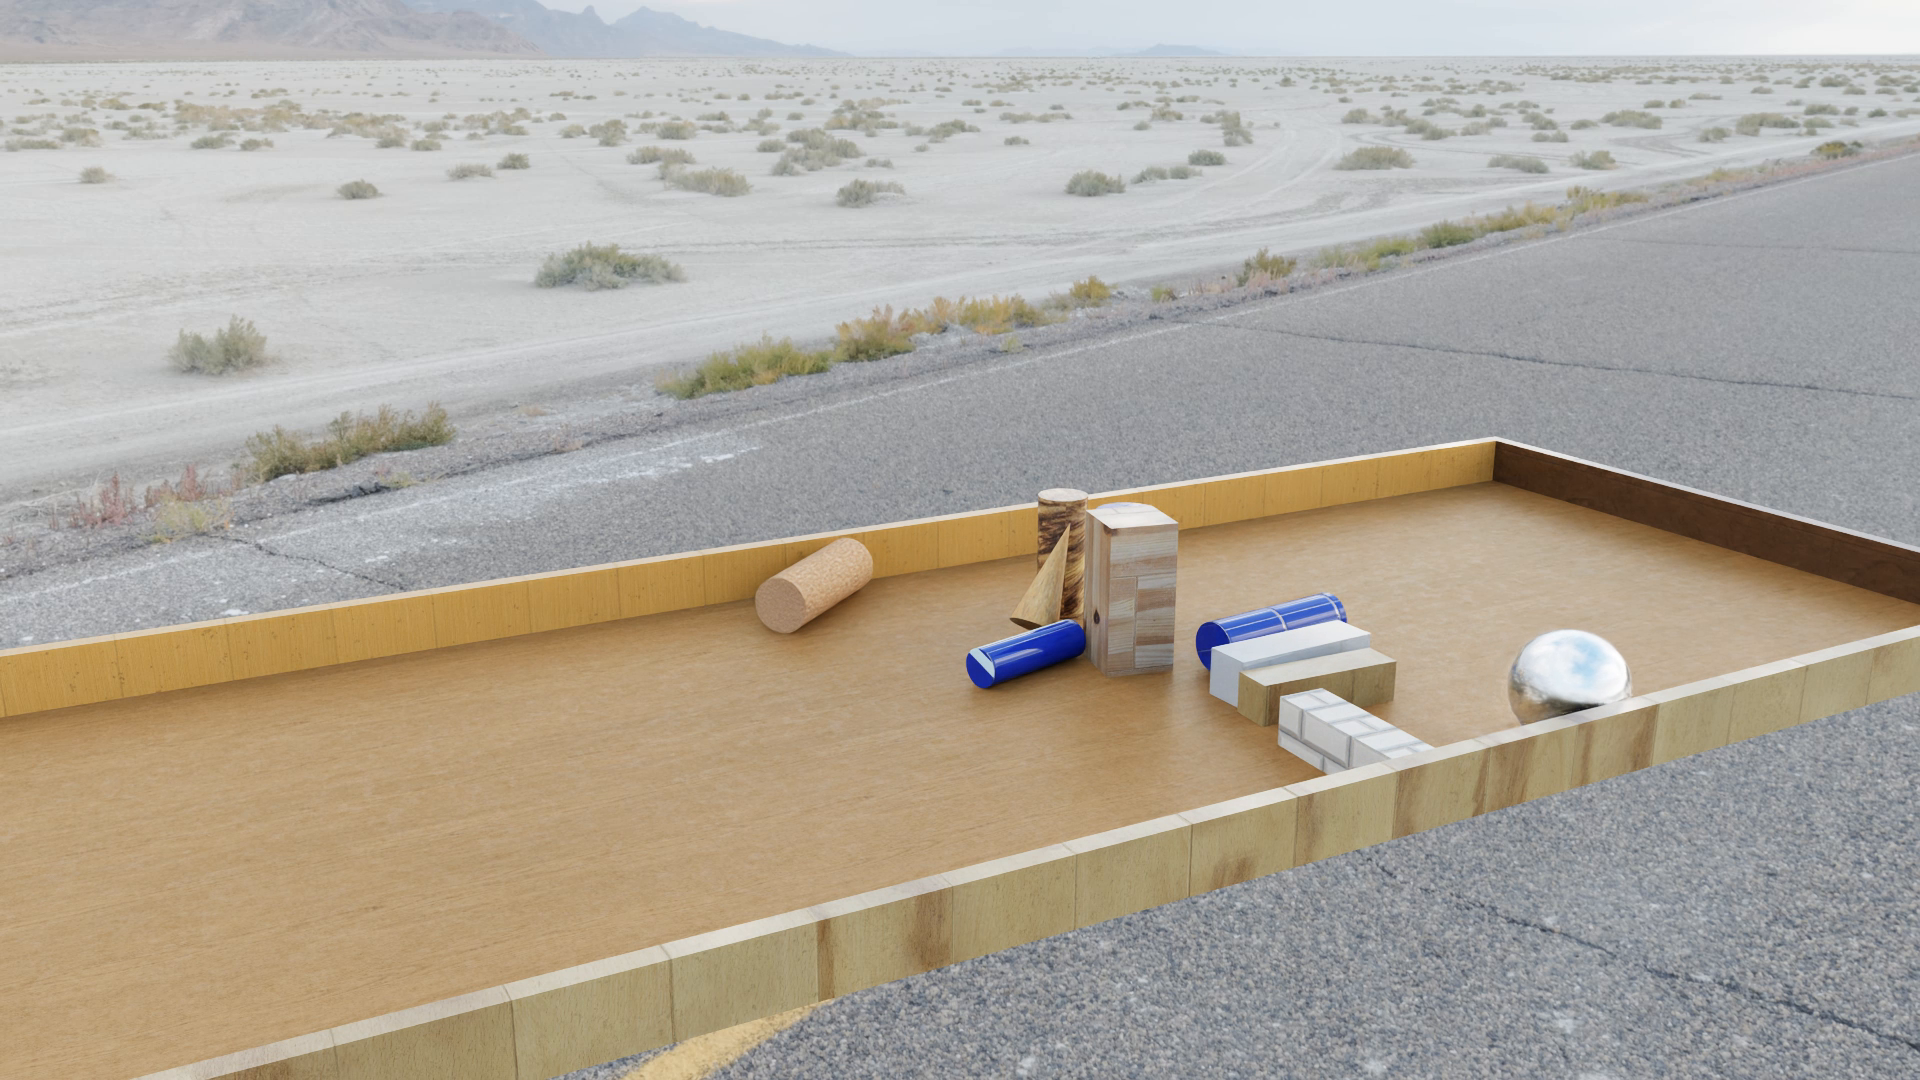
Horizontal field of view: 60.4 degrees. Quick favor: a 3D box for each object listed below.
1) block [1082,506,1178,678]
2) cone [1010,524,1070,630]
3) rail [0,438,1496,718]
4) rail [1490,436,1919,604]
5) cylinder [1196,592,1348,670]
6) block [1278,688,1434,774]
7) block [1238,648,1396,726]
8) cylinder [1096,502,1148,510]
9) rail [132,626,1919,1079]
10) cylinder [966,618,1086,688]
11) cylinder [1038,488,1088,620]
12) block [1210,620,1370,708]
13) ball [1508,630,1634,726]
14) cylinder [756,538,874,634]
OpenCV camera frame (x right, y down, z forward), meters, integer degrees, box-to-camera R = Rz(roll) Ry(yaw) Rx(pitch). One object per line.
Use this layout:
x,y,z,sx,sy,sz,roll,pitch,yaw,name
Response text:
0.433,0.129,4.222,0.180,0.392,0.180,-5,17,-16,block
0.249,0.093,4.454,0.136,0.306,0.136,19,-12,4,cone
-3.305,0.497,3.399,12.000,0.150,0.050,-9,18,-27,rail
2.466,-0.048,5.253,0.050,0.150,2.100,-9,18,-27,rail
0.815,0.240,4.303,0.417,0.133,0.133,-11,20,-33,cylinder
0.871,0.458,3.589,0.117,0.117,0.430,-8,18,-25,block
0.861,0.352,3.973,0.386,0.103,0.103,-8,18,-24,block
0.441,0.094,4.402,0.166,0.357,0.166,0,16,0,cylinder
-2.336,1.006,1.665,12.000,0.150,0.050,-9,18,-27,rail
0.170,0.287,4.198,0.328,0.102,0.102,-15,22,-40,cylinder
0.286,0.038,4.619,0.139,0.341,0.139,0,16,0,cylinder
0.823,0.306,4.099,0.410,0.120,0.120,-9,19,-29,block
1.380,0.336,3.735,0.269,0.269,0.269,0,16,0,ball
-0.406,0.124,4.654,0.158,0.158,0.416,7,18,22,cylinder
